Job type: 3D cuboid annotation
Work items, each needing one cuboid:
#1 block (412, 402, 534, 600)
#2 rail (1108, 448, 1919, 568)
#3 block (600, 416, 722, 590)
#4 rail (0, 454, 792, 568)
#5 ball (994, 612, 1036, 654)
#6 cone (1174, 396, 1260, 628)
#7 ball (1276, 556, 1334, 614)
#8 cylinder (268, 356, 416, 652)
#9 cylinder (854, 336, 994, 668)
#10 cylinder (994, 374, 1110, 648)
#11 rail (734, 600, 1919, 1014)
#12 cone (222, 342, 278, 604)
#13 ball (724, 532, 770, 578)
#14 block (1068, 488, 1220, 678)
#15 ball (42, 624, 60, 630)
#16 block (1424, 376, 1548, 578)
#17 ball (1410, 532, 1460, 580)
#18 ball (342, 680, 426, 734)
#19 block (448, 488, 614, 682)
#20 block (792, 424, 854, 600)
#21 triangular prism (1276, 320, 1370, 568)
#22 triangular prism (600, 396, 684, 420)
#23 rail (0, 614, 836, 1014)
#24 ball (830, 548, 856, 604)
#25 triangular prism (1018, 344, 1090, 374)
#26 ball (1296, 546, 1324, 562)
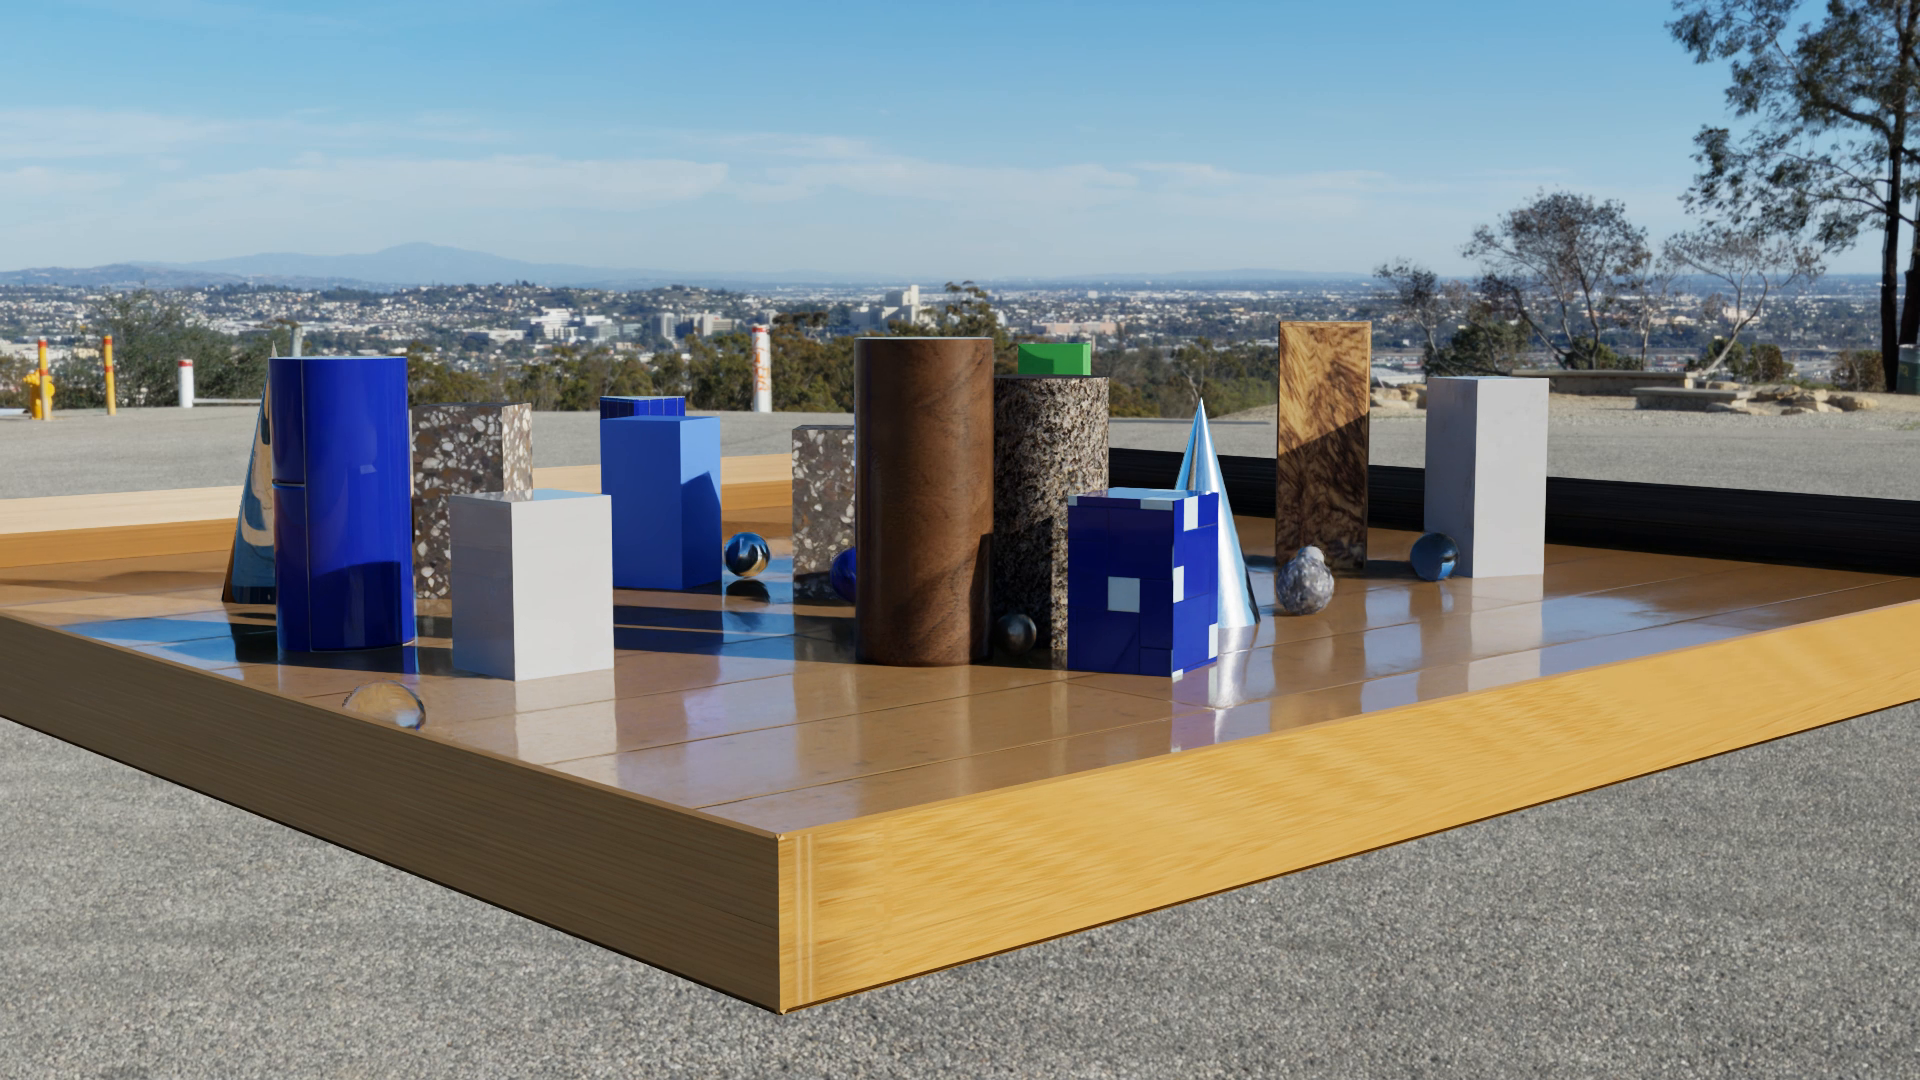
[{"bbox_3d":[-0.743,-0.062,3.366,0.140,0.291,0.140,1,6,7],"label":"block"},{"bbox_3d":[1.026,-0.072,4.274,0.045,0.114,2.745,-6,8,-42],"label":"rail"},{"bbox_3d":[-0.475,-0.063,3.502,0.140,0.263,0.140,2,7,20],"label":"block"},{"bbox_3d":[-0.915,-0.077,4.318,2.840,0.114,0.045,-6,8,-42],"label":"rail"},{"bbox_3d":[0.070,0.118,2.795,0.055,0.055,0.055,0,6,0],"label":"ball"},{"bbox_3d":[0.337,-0.044,3.089,0.175,0.314,0.175,0,6,0],"label":"cone"},{"bbox_3d":[0.495,0.065,3.157,0.083,0.083,0.083,0,6,0],"label":"ball"},{"bbox_3d":[-0.809,-0.052,2.880,0.175,0.374,0.175,0,6,0],"label":"cylinder"},{"bbox_3d":[-0.045,-0.052,2.760,0.175,0.401,0.175,0,6,0],"label":"cylinder"},{"bbox_3d":[0.109,-0.042,2.912,0.175,0.348,0.175,0,6,0],"label":"cylinder"},{"bbox_3d":[0.915,0.136,2.347,2.840,0.114,0.045,-6,8,-42],"label":"rail"},{"bbox_3d":[-1.031,-0.107,3.324,0.175,0.389,0.175,0,6,0],"label":"cone"},{"bbox_3d":[-0.347,0.024,3.571,0.075,0.075,0.075,0,6,0],"label":"ball"},{"bbox_3d":[0.226,0.049,2.707,0.140,0.212,0.140,3,7,29],"label":"block"},{"bbox_3d":[-1.053,0.136,2.510,0.081,0.081,0.081,0,6,0],"label":"ball"},{"bbox_3d":[0.870,-0.108,3.645,0.140,0.322,0.140,-3,7,-23],"label":"block"},{"bbox_3d":[0.765,0.026,3.539,0.078,0.078,0.078,0,6,0],"label":"ball"},{"bbox_3d":[-0.560,0.176,2.138,0.080,0.080,0.080,0,6,0],"label":"ball"},{"bbox_3d":[-0.523,0.051,2.683,0.140,0.212,0.140,-6,8,-43],"label":"block"},{"bbox_3d":[-0.179,-0.045,3.374,0.140,0.255,0.140,0,6,2],"label":"block"},{"bbox_3d":[0.628,-0.167,3.762,0.151,0.414,0.131,2,6,16],"label":"triangular prism"},{"bbox_3d":[-0.561,-0.124,4.015,0.131,0.274,0.151,-4,7,-33],"label":"triangular prism"},{"bbox_3d":[-1.026,0.131,2.391,0.045,0.114,2.745,-6,8,-42],"label":"rail"},{"bbox_3d":[-0.150,0.052,3.260,0.086,0.086,0.086,0,6,0],"label":"ball"},{"bbox_3d":[0.209,-0.188,4.170,0.151,0.368,0.131,4,8,35],"label":"triangular prism"},{"bbox_3d":[0.578,0.032,3.635,0.046,0.046,0.046,0,6,0],"label":"ball"}]
